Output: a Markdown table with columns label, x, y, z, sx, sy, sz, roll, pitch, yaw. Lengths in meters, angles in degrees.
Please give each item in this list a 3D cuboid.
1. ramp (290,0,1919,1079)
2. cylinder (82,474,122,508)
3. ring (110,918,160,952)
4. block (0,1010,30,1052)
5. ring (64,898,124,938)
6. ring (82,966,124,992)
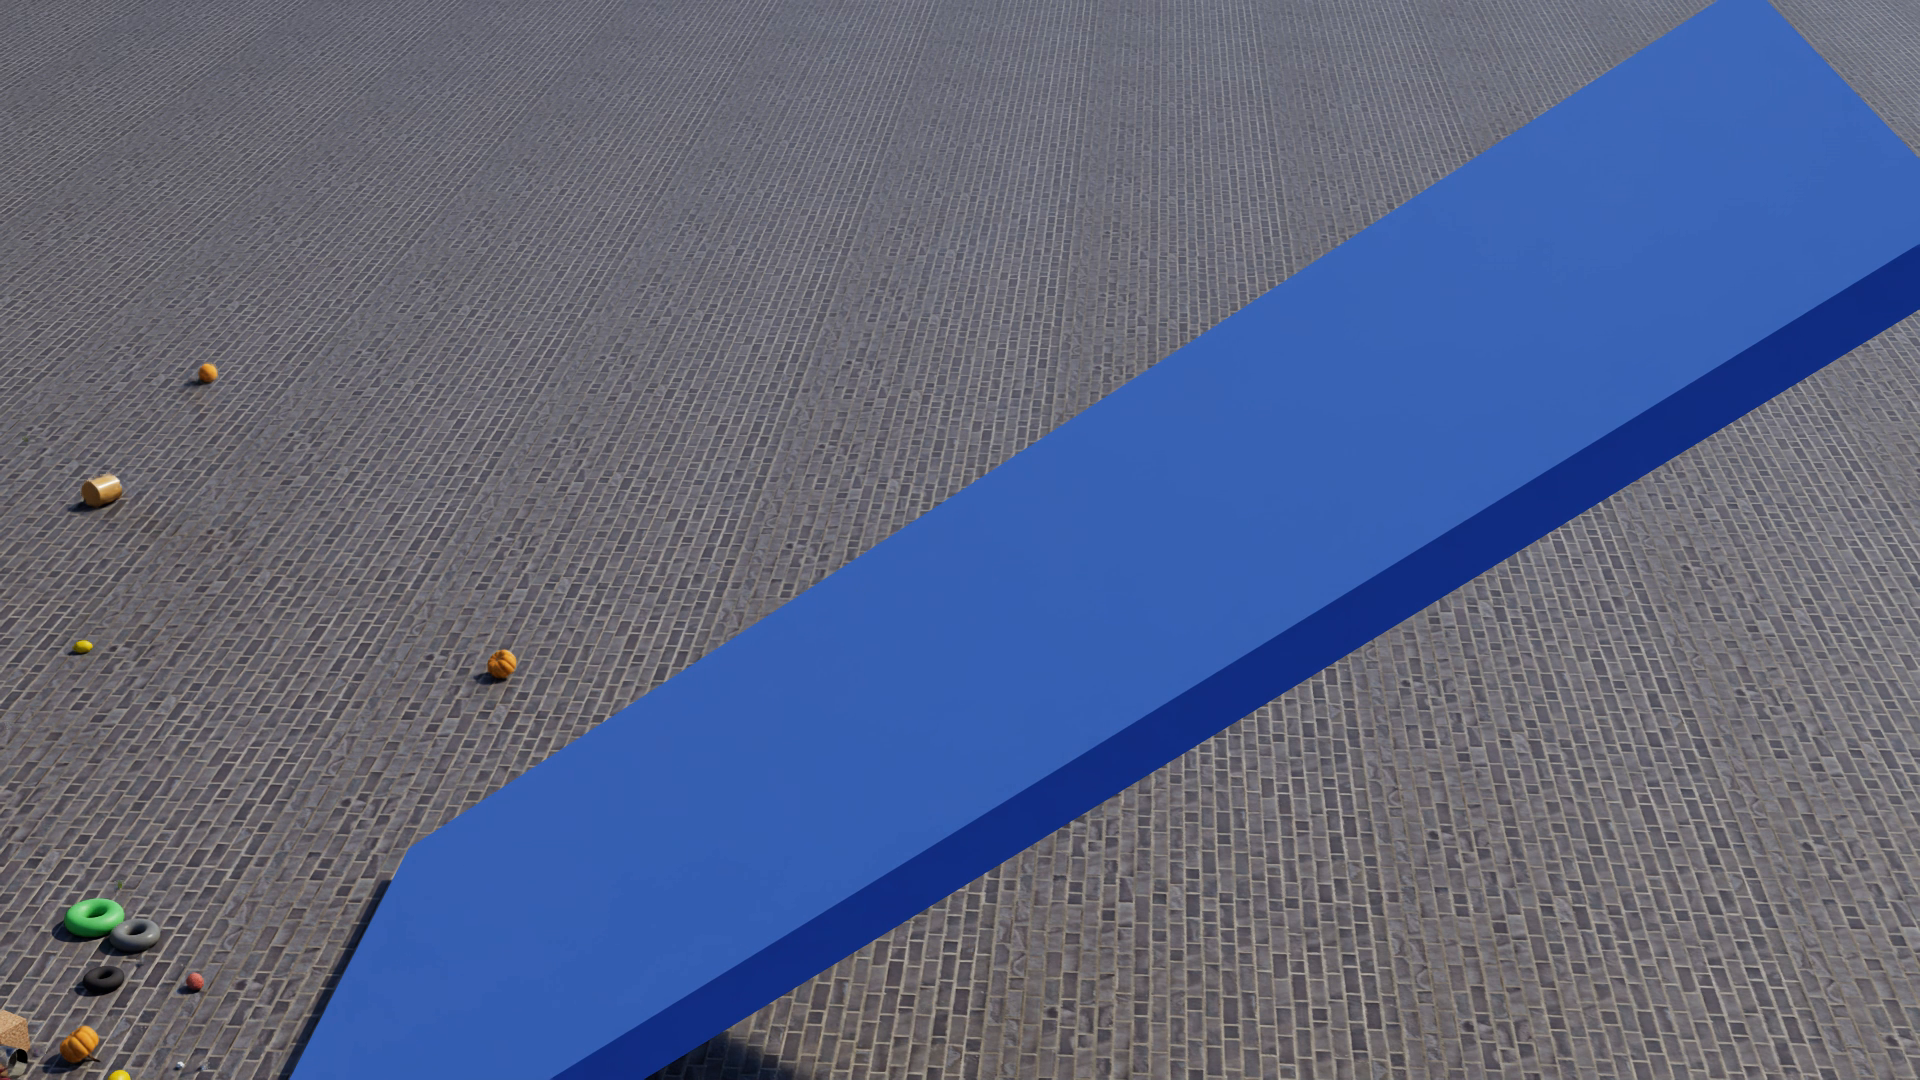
| label | x | y | z | sx | sy | sz | roll | pitch | yaw |
| --- | --- | --- | --- | --- | --- | --- | --- | --- | --- |
| ramp | 0.134 | 0.175 | 6.309 | 4.000 | 0.100 | 2.000 | -33 | 16 | 15 |
| cylinder | -3.014 | -0.173 | 10.331 | 0.095 | 0.095 | 0.095 | 14 | 26 | 32 |
| ring | -2.087 | 1.000 | 7.440 | 0.126 | 0.042 | 0.126 | 1 | 23 | 0 |
| block | -2.259 | 1.173 | 6.948 | 0.080 | 0.080 | 0.080 | 13 | 25 | 30 |
| ring | -2.212 | 0.966 | 7.516 | 0.149 | 0.050 | 0.149 | 1 | 23 | 0 |
| ring | -2.109 | 1.082 | 7.245 | 0.100 | 0.033 | 0.100 | -1 | 21 | 0 |
